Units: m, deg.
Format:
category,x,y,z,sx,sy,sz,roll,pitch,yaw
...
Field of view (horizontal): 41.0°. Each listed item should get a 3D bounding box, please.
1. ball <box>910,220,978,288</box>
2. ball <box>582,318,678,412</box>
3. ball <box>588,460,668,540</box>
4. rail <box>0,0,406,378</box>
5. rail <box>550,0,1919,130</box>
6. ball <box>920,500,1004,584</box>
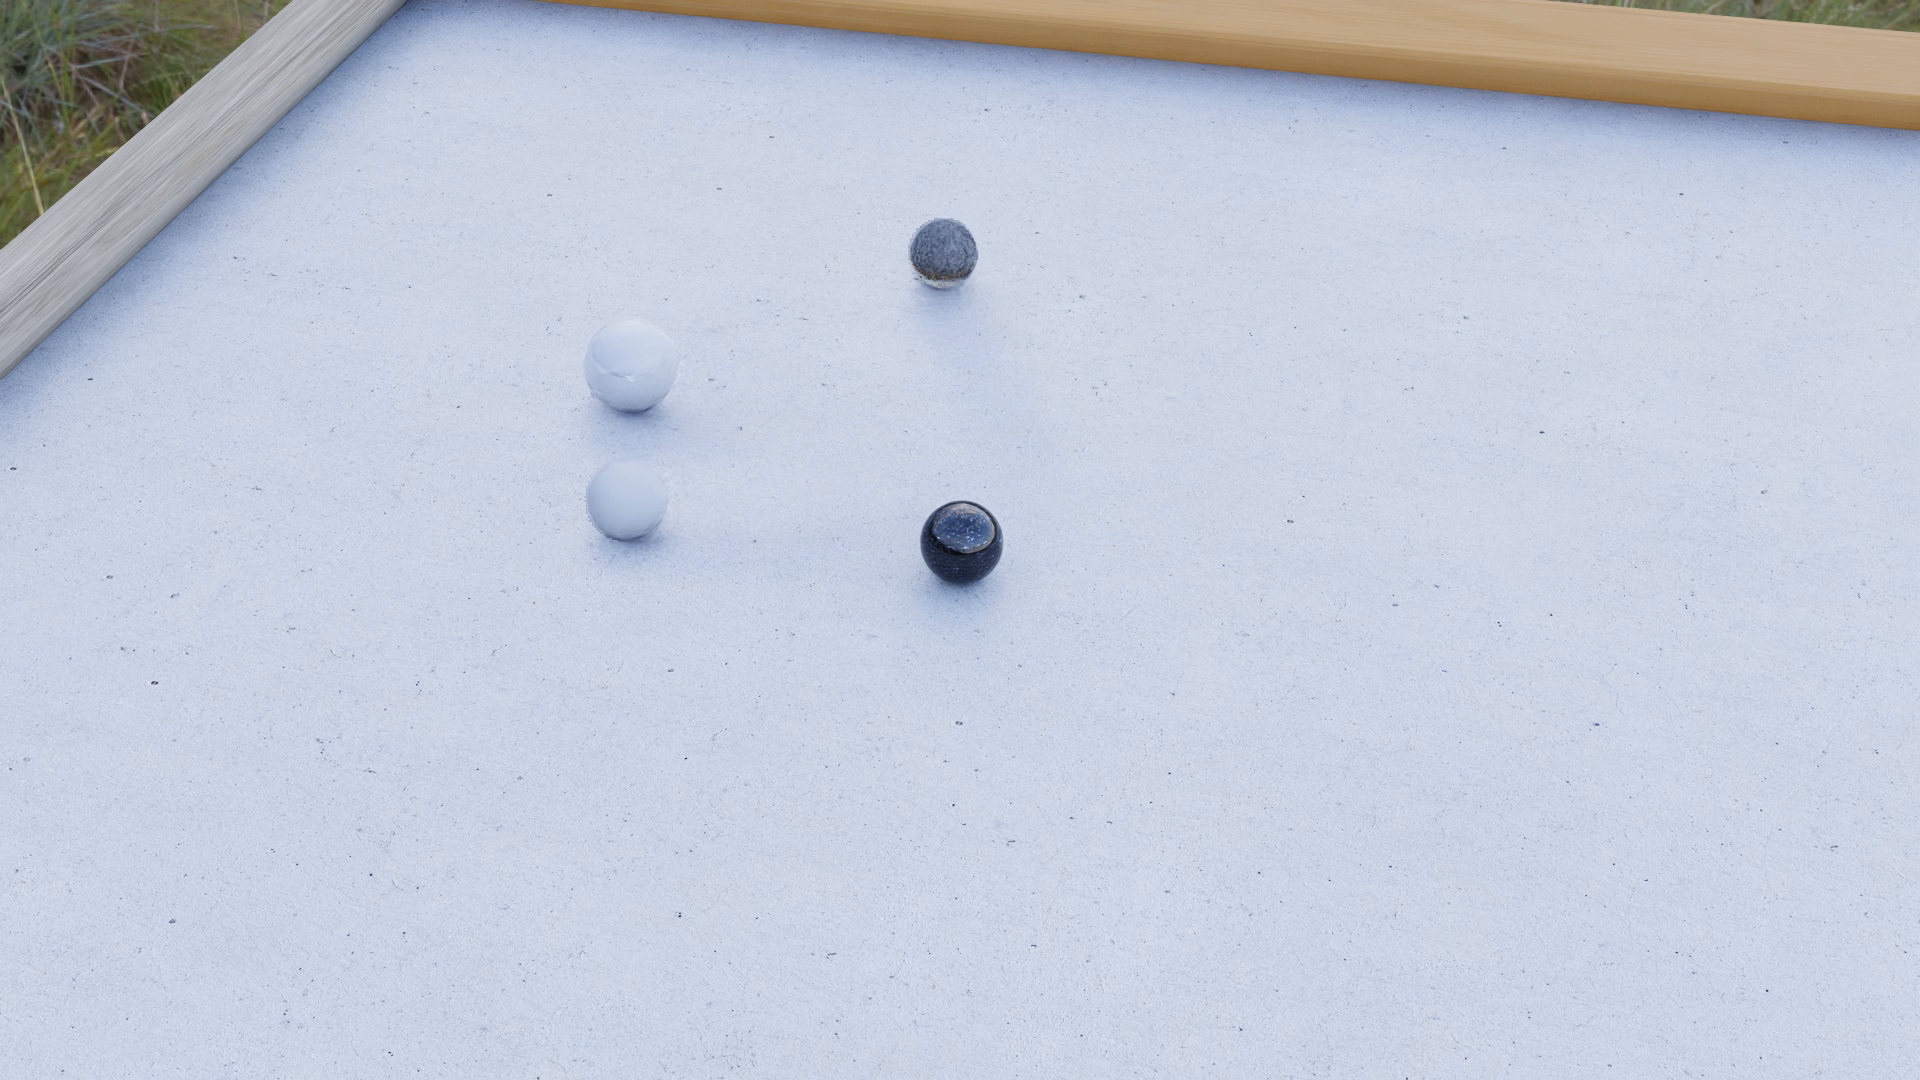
category,x,y,z,sx,sy,sz,roll,pitch,yaw
ball,-0.015,-0.267,2.396,0.064,0.064,0.064,0,34,0
ball,-0.284,-0.151,2.209,0.081,0.081,0.081,0,34,0
ball,-0.265,-0.032,2.048,0.064,0.064,0.064,0,34,0
rail,-0.849,-0.130,2.154,0.045,0.106,2.054,8,35,11
rail,1.102,-0.450,2.628,3.585,0.106,0.045,8,35,11
ball,0.001,0.002,1.996,0.066,0.066,0.066,0,34,0
